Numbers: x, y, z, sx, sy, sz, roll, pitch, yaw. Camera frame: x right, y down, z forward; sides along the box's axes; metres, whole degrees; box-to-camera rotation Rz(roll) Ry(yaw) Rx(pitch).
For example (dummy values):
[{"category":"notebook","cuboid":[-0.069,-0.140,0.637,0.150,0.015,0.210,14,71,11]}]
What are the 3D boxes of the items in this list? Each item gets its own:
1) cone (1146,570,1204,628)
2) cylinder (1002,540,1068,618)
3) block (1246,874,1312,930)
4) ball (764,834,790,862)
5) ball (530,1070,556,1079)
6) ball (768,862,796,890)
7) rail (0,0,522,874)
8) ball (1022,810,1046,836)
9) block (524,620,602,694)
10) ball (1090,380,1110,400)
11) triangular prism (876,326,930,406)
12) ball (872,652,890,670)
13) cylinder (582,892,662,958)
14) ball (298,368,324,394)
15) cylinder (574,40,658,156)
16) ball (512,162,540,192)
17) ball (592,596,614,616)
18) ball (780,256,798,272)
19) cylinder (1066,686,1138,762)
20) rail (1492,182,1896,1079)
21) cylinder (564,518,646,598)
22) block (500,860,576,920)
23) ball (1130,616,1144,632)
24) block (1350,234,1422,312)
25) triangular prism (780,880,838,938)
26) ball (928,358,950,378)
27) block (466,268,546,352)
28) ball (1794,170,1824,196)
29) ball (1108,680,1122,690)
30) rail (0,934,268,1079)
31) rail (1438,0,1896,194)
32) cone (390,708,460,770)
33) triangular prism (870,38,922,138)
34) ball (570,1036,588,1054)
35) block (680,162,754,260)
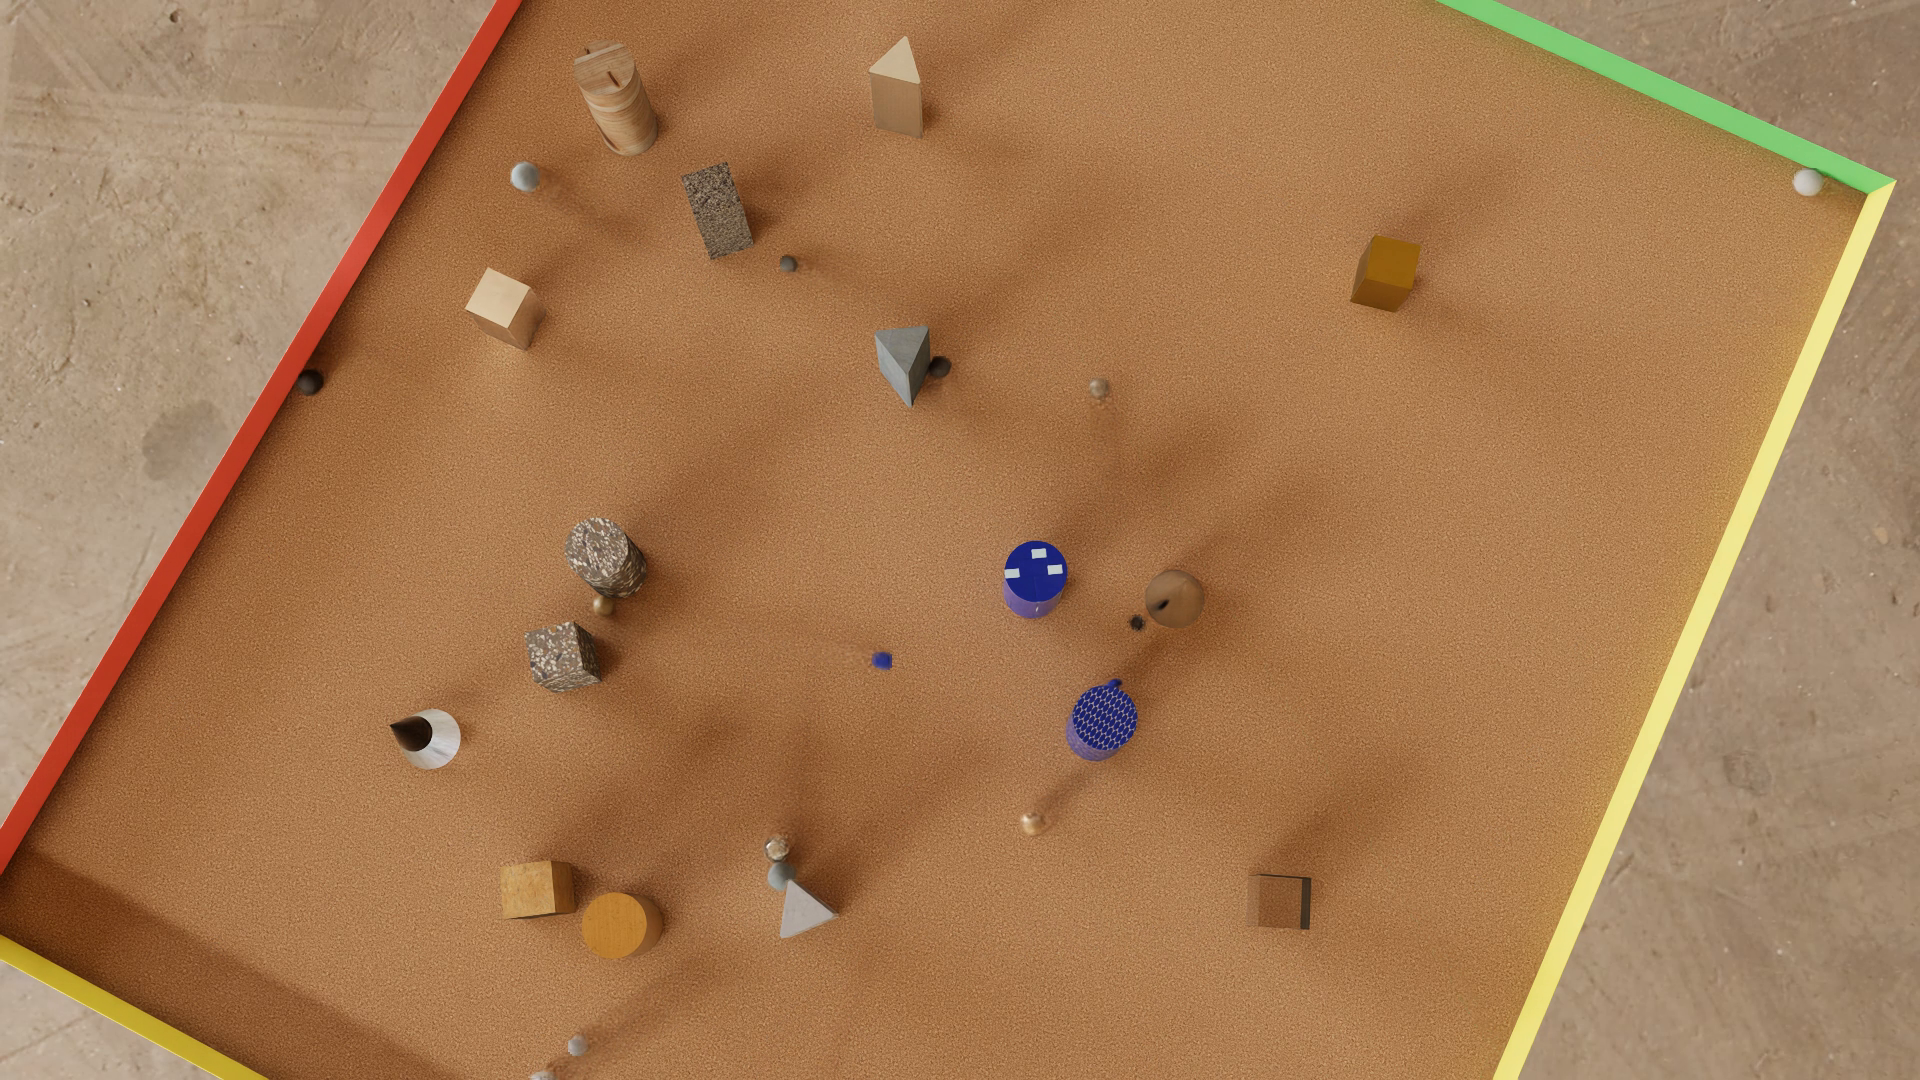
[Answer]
[{"category":"cone","cuboid":[0.654,0.147,5.420,0.181,0.326,0.181,0,78,0]},{"category":"cylinder","cuboid":[0.220,0.120,5.442,0.181,0.293,0.181,0,78,0]},{"category":"block","cuboid":[0.916,1.044,5.282,0.145,0.232,0.145,4,78,1]},{"category":"ball","cuboid":[-0.538,0.906,5.388,0.080,0.080,0.080,0,78,0]},{"category":"ball","cuboid":[-1.195,1.564,5.249,0.086,0.086,0.086,0,78,0]},{"category":"ball","cuboid":[-0.521,0.984,5.370,0.084,0.084,0.084,0,78,0]},{"category":"rail","cuboid":[-1.865,-0.907,5.743,0.045,0.118,4.663,26,80,5]},{"category":"ball","cuboid":[0.216,0.834,5.407,0.073,0.073,0.073,0,78,0]},{"category":"block","cuboid":[-1.166,0.348,5.398,0.145,0.287,0.145,-14,79,-3]},{"category":"ball","cuboid":[0.432,-0.465,5.680,0.064,0.064,0.064,0,78,0]},{"category":"triangular prism","cuboid":[-0.148,-0.550,5.543,0.136,0.365,0.157,-36,81,-7]},{"category":"ball","cuboid":[-0.237,0.362,5.514,0.055,0.055,0.055,0,78,0]},{"category":"cylinder","cuboid":[-0.964,1.103,5.245,0.181,0.280,0.181,0,78,0]},{"category":"ball","cuboid":[-2.012,-0.492,5.679,0.077,0.077,0.077,0,78,0]},{"category":"cylinder","cuboid":[-1.060,-1.362,5.672,0.181,0.442,0.181,0,78,0]},{"category":"ball","cuboid":[-1.375,-1.150,5.808,0.091,0.091,0.091,0,78,0]},{"category":"ball","cuboid":[-1.079,0.200,5.542,0.064,0.064,0.064,0,78,0]},{"category":"ball","cuboid":[-0.538,-0.867,5.769,0.052,0.052,0.052,0,78,0]},{"category":"cylinder","cuboid":[0.406,0.536,5.311,0.181,0.381,0.181,0,78,0]},{"category":"rail","cuboid":[1.865,0.920,5.365,0.045,0.118,4.663,26,80,5]},{"category":"cylinder","cuboid":[-1.047,0.058,5.435,0.181,0.331,0.181,0,78,0]},{"category":"block","cuboid":[-1.213,1.008,5.270,0.145,0.270,0.145,-7,78,-2]},{"category":"ball","cuboid":[0.536,0.255,5.540,0.046,0.046,0.046,0,78,0]},{"category":"block","cuboid":[1.316,-0.823,5.675,0.145,0.219,0.145,14,79,3]},{"category":"triangular prism","cuboid":[-0.453,1.044,5.262,0.157,0.272,0.136,-22,79,-4]},{"category":"ball","cuboid":[-0.064,-0.534,5.693,0.067,0.067,0.067,0,78,0]},{"category":"block","cuboid":[-1.395,-0.707,5.642,0.145,0.236,0.145,25,79,5]},{"category":"ball","cuboid":[2.690,-1.133,5.808,0.083,0.083,0.083,0,78,0]},{"category":"ball","cuboid":[0.464,0.438,5.505,0.040,0.040,0.040,0,78,0]},{"category":"rail","cuboid":[-1.032,2.028,5.136,4.218,0.118,0.045,26,80,5]},{"category":"rail","cuboid":[1.032,-2.015,5.972,4.218,0.118,0.045,26,80,5]},{"category":"cone","cuboid":[-1.588,0.556,5.296,0.181,0.403,0.181,0,78,0]},{"category":"triangular prism","cuboid":[-0.180,-1.415,5.707,0.157,0.395,0.136,14,79,3]},{"category":"ball","cuboid":[-1.100,1.457,5.288,0.054,0.054,0.054,0,78,0]},{"category":"block","cuboid":[-0.744,-1.011,5.649,0.145,0.345,0.145,-19,79,-4]}]
